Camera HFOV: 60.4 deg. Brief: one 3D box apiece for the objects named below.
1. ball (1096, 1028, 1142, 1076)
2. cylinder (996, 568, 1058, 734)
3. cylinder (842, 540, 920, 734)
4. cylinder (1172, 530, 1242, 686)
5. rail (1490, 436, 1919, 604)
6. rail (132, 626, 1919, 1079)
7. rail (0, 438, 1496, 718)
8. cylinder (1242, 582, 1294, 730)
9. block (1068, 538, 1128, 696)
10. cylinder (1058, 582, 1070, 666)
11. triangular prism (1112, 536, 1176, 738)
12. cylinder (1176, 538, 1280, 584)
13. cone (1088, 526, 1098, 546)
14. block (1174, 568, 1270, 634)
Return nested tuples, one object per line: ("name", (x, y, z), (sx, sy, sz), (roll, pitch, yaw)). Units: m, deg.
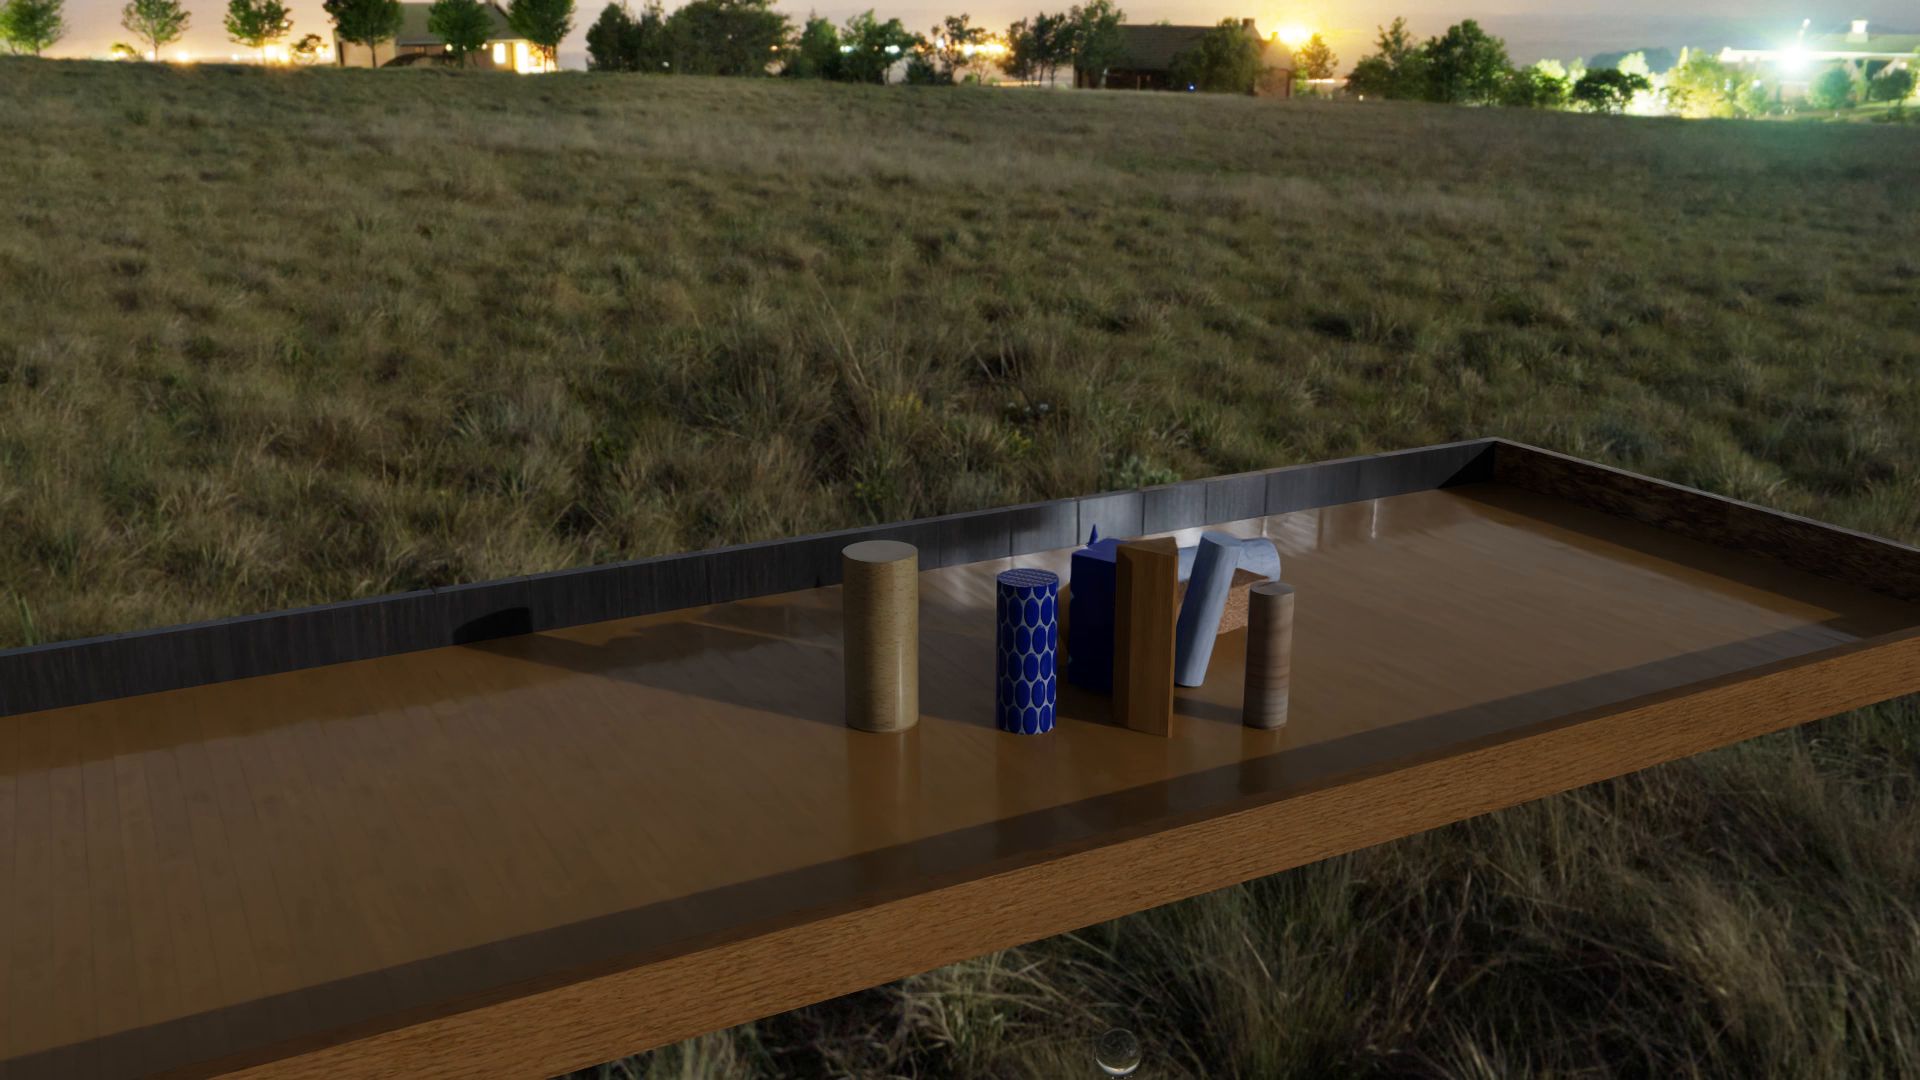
("ball", (0.879, 2.839, 9.154), (0.259, 0.259, 0.259), (0, 16, 0))
("cylinder", (0.155, 0.258, 3.839), (0.143, 0.359, 0.143), (0, 16, 0))
("cylinder", (-0.184, 0.225, 3.852), (0.175, 0.416, 0.175), (0, 16, 0))
("cylinder", (0.600, 0.171, 4.080), (0.101, 0.378, 0.101), (11, 20, -4))
("rail", (2.466, -0.048, 5.253), (0.050, 0.150, 2.100), (-9, 18, -27))
("rail", (-2.336, 1.006, 1.665), (12.000, 0.150, 0.050), (-9, 18, -27))
("rail", (-3.305, 0.497, 3.399), (12.000, 0.150, 0.050), (-9, 18, -27))
("cylinder", (0.719, 0.270, 3.849), (0.104, 0.331, 0.104), (0, 16, 0))
("block", (0.392, 0.192, 4.096), (0.174, 0.341, 0.174), (12, 20, 34))
("cylinder", (0.350, 0.163, 4.300), (0.349, 0.160, 0.160), (-35, 32, -25))
("triangular prism", (0.459, 0.218, 3.838), (0.155, 0.438, 0.134), (11, 20, 33))
("cylinder", (0.717, 0.093, 4.755), (0.383, 0.161, 0.161), (-7, 18, -22))
("cone", (0.359, 0.104, 4.446), (0.164, 0.312, 0.164), (0, 16, 0))
("block", (0.663, 0.185, 4.509), (0.400, 0.123, 0.123), (-13, 21, -37))
